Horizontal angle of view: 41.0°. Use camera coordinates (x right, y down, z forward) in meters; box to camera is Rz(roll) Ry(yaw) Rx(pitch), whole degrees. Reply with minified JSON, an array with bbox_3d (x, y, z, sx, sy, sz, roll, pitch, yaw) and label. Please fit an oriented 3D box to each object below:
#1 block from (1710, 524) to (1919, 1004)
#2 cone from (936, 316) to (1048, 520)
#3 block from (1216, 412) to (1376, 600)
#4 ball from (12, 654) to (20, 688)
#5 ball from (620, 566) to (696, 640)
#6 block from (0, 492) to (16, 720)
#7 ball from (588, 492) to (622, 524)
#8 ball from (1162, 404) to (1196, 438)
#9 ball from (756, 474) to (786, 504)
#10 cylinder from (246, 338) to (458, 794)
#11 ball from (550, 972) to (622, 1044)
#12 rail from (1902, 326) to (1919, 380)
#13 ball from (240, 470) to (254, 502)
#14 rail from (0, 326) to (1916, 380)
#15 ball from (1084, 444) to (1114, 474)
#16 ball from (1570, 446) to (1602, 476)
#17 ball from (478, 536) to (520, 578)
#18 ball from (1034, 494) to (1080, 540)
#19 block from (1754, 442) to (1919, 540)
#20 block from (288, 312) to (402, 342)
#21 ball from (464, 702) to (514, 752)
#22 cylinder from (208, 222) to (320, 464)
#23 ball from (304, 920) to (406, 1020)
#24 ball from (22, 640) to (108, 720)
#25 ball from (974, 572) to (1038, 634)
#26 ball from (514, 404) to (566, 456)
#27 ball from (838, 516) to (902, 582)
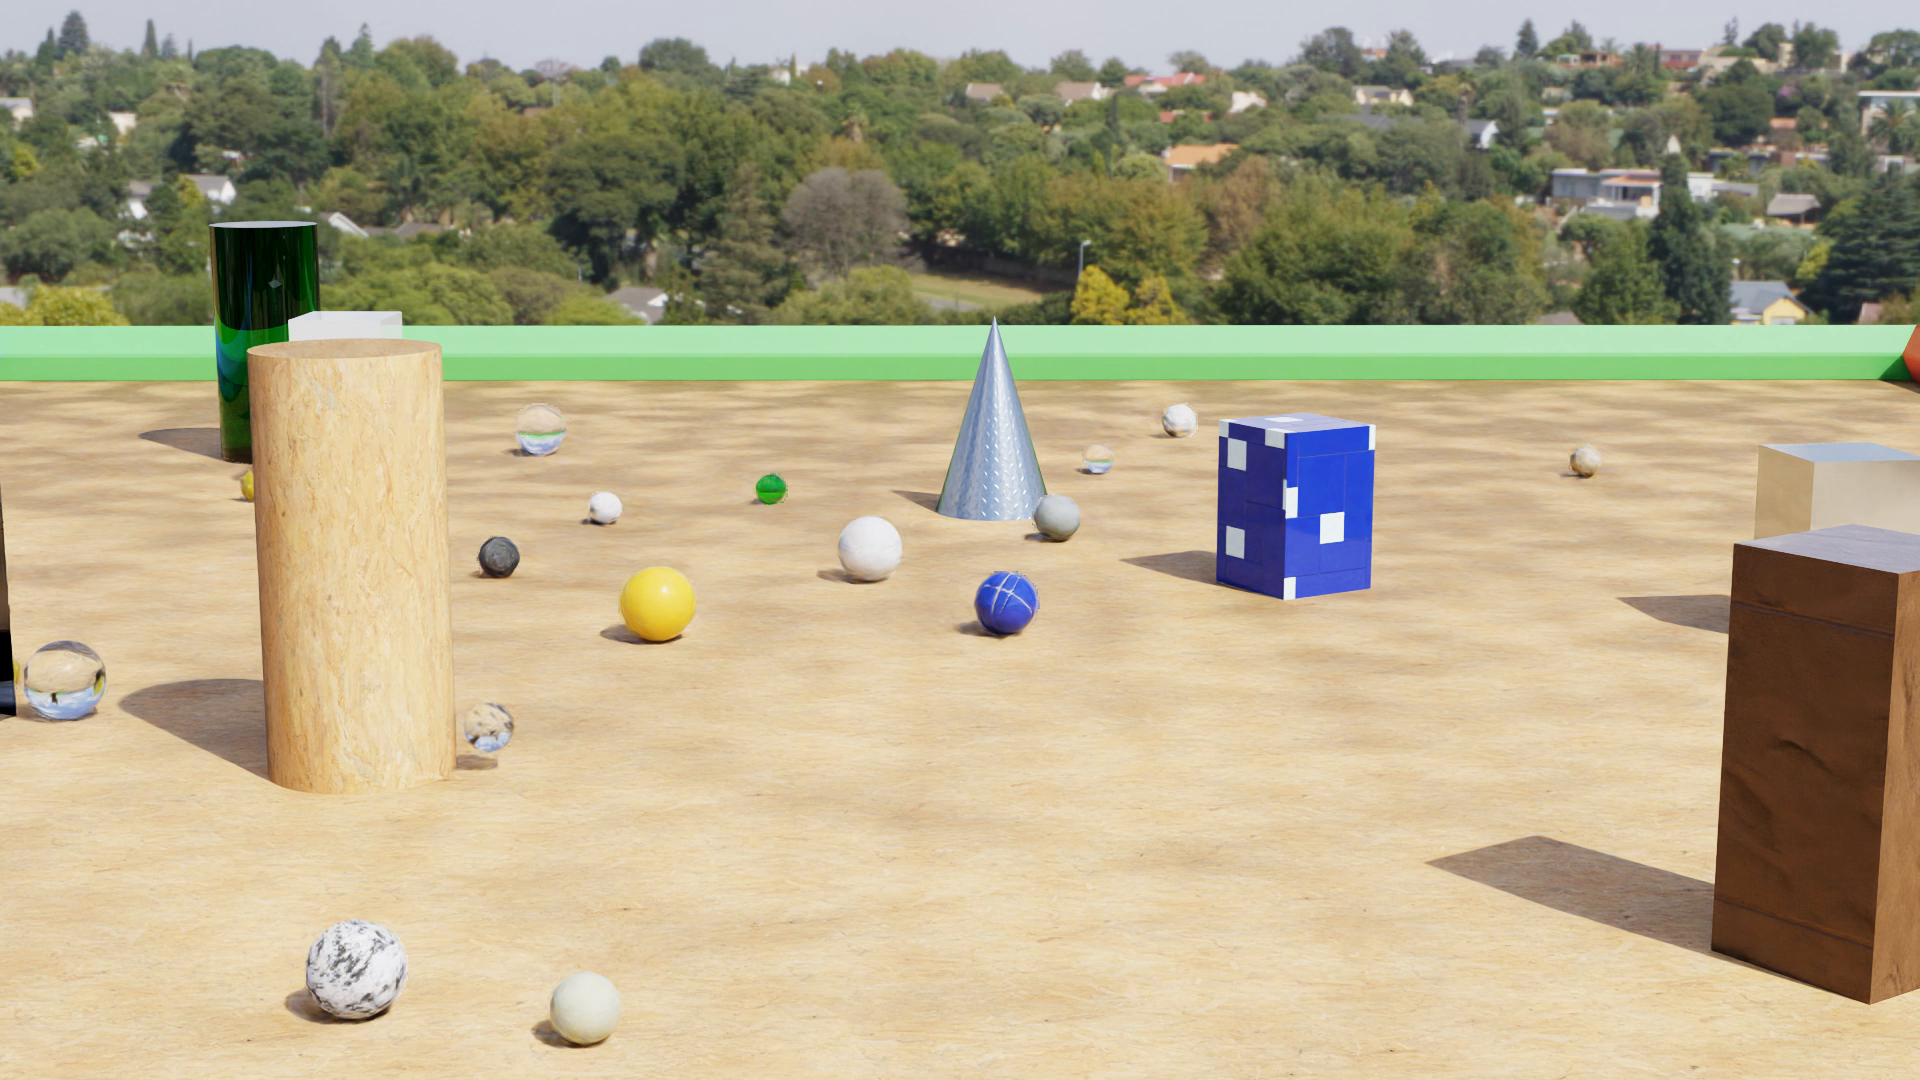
[{"bbox_3d":[0.732,0.175,2.084,0.154,0.345,0.154,-7,13,-34],"label":"block"},{"bbox_3d":[0.056,-0.207,4.201,0.193,0.323,0.193,0,11,0],"label":"cone"},{"bbox_3d":[0.471,-0.050,3.608,0.154,0.231,0.154,-6,12,-31],"label":"block"},{"bbox_3d":[-1.123,0.154,2.980,0.060,0.060,0.060,0,11,0],"label":"ball"},{"bbox_3d":[-0.385,0.081,3.273,0.096,0.096,0.096,0,11,0],"label":"ball"},{"bbox_3d":[-1.170,0.073,2.842,0.154,0.269,0.154,5,12,27],"label":"block"},{"bbox_3d":[-0.567,-0.051,4.103,0.052,0.052,0.052,0,11,0],"label":"ball"},{"bbox_3d":[0.431,-0.233,5.044,0.066,0.066,0.066,0,11,0],"label":"ball"},{"bbox_3d":[-0.317,-0.085,4.290,0.050,0.050,0.050,0,11,0],"label":"ball"},{"bbox_3d":[-0.624,0.022,2.643,0.193,0.441,0.193,0,11,0],"label":"cylinder"},{"bbox_3d":[-0.282,0.352,1.929,0.054,0.054,0.054,0,11,0],"label":"ball"},{"bbox_3d":[2.216,0.030,3.462,0.045,0.125,5.115,0,11,0],"label":"rail"},{"bbox_3d":[-1.180,-0.092,4.309,0.057,0.057,0.057,0,11,0],"label":"ball"},{"bbox_3d":[-0.015,-0.431,5.940,4.480,0.125,0.045,0,11,0],"label":"rail"},{"bbox_3d":[0.251,-0.146,4.611,0.054,0.054,0.054,0,11,0],"label":"ball"},{"bbox_3d":[1.116,-0.141,4.575,0.056,0.056,0.056,0,11,0],"label":"ball"},{"bbox_3d":[-0.662,0.024,3.681,0.058,0.058,0.058,0,11,0],"label":"ball"},{"bbox_3d":[0.150,-0.035,3.961,0.072,0.072,0.072,0,11,0],"label":"ball"},{"bbox_3d":[1.128,0.004,3.297,0.154,0.238,0.154,-2,11,-8],"label":"block"},{"bbox_3d":[-1.047,-0.234,4.401,0.154,0.302,0.154,0,11,1],"label":"block"},{"bbox_3d":[-0.489,0.194,2.664,0.052,0.052,0.052,0,11,0],"label":"ball"},{"bbox_3d":[-1.285,-0.369,4.770,0.193,0.433,0.193,0,11,0],"label":"cylinder"},{"bbox_3d":[-0.466,0.331,1.981,0.076,0.076,0.076,0,11,0],"label":"ball"},{"bbox_3d":[-1.005,0.157,2.881,0.090,0.090,0.090,0,11,0],"label":"ball"},{"bbox_3d":[0.059,0.082,3.308,0.082,0.082,0.082,0,11,0],"label":"ball"},{"bbox_3d":[-0.790,-0.207,4.826,0.095,0.095,0.095,0,11,0],"label":"ball"},{"bbox_3d":[-0.128,0.012,3.651,0.093,0.093,0.093,0,11,0],"label":"ball"}]
